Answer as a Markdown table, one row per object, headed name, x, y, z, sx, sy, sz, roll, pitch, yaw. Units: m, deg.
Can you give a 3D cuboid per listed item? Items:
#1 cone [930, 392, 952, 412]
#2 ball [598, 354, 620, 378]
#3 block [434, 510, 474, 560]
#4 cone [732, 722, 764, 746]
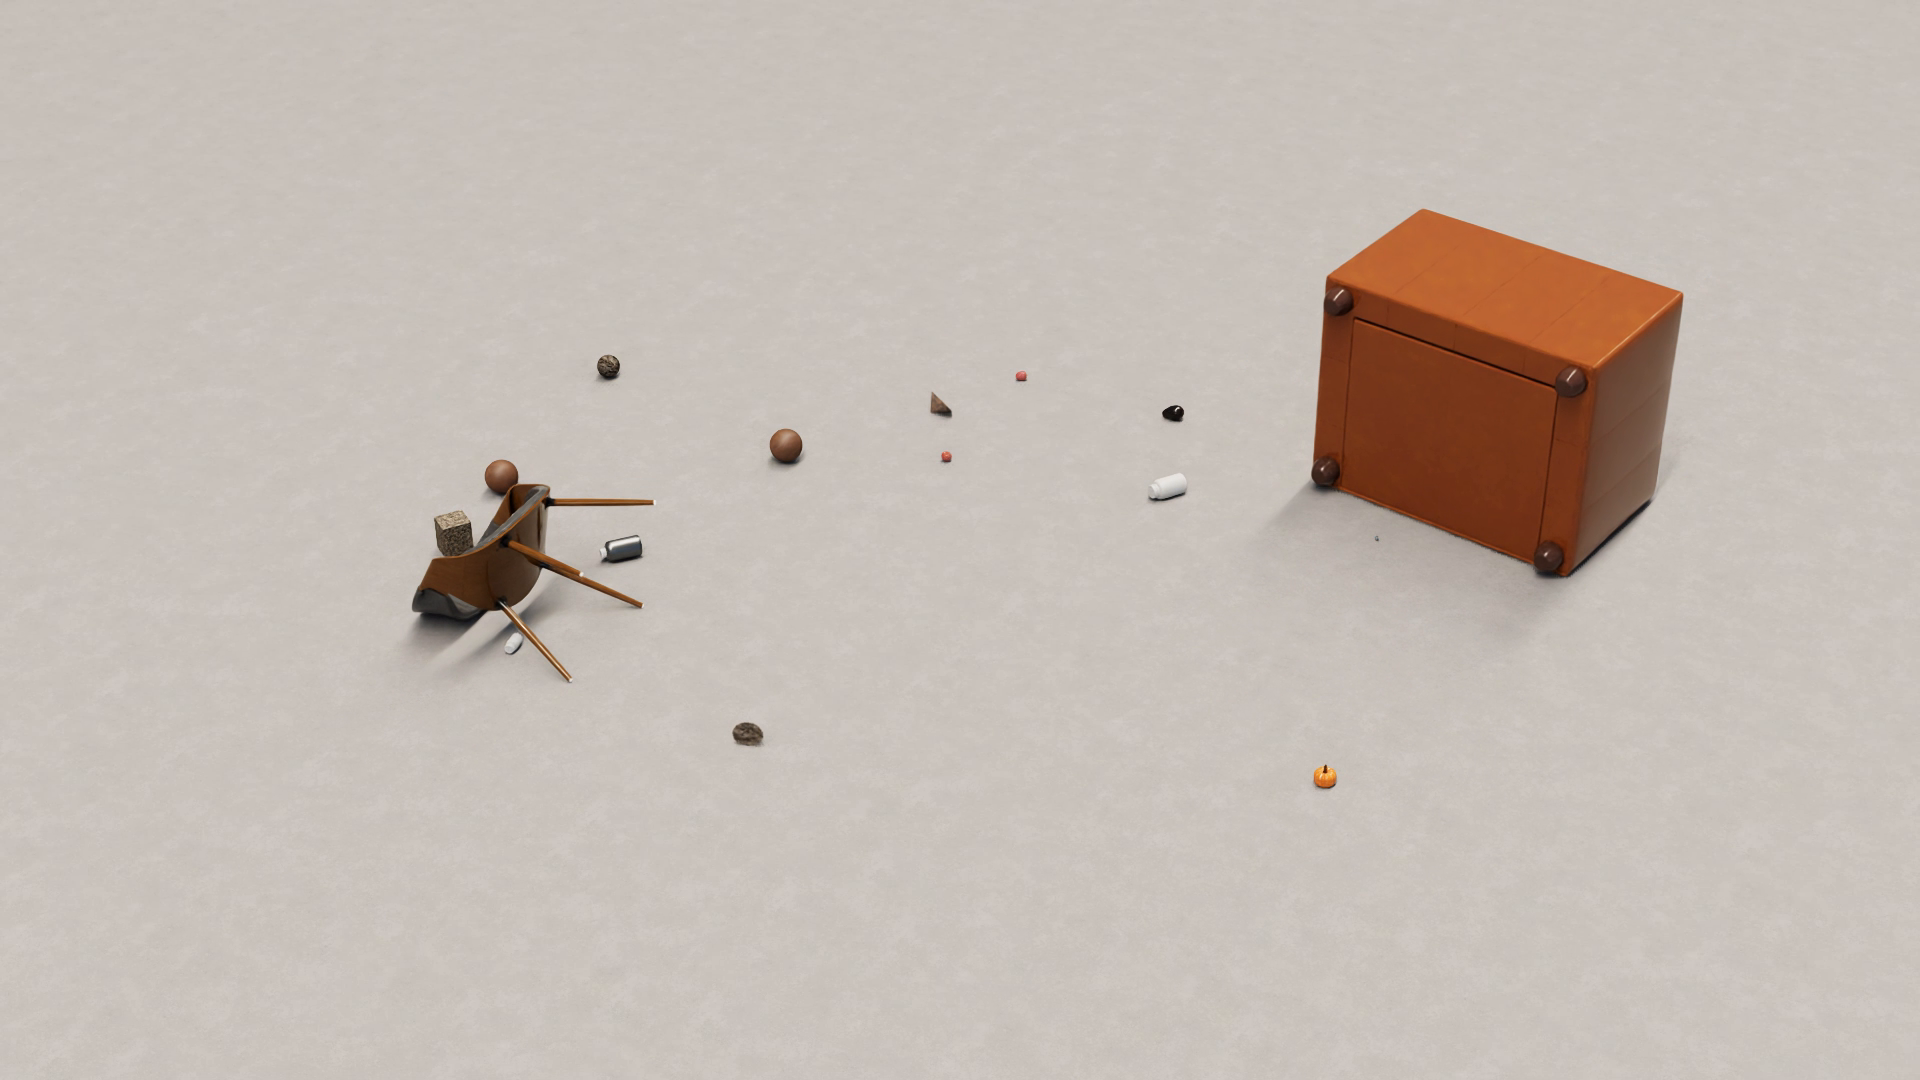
| name | x | y | z | sx | sy | sz | roll | pitch | yaw |
| --- | --- | --- | --- | --- | --- | --- | --- | --- | --- |
| cone | -0.096 | -0.530 | 11.715 | 0.064 | 0.089 | 0.158 | -44 | 38 | -1 |
| ball | -1.431 | -0.708 | 11.934 | 0.093 | 0.093 | 0.093 | 0 | 33 | 0 |
| block | -1.873 | -0.020 | 10.855 | 0.109 | 0.132 | 0.099 | -16 | 37 | -23 |
| cone | -0.705 | 0.642 | 9.935 | 0.106 | 0.082 | 0.111 | 3 | 13 | 11 |
